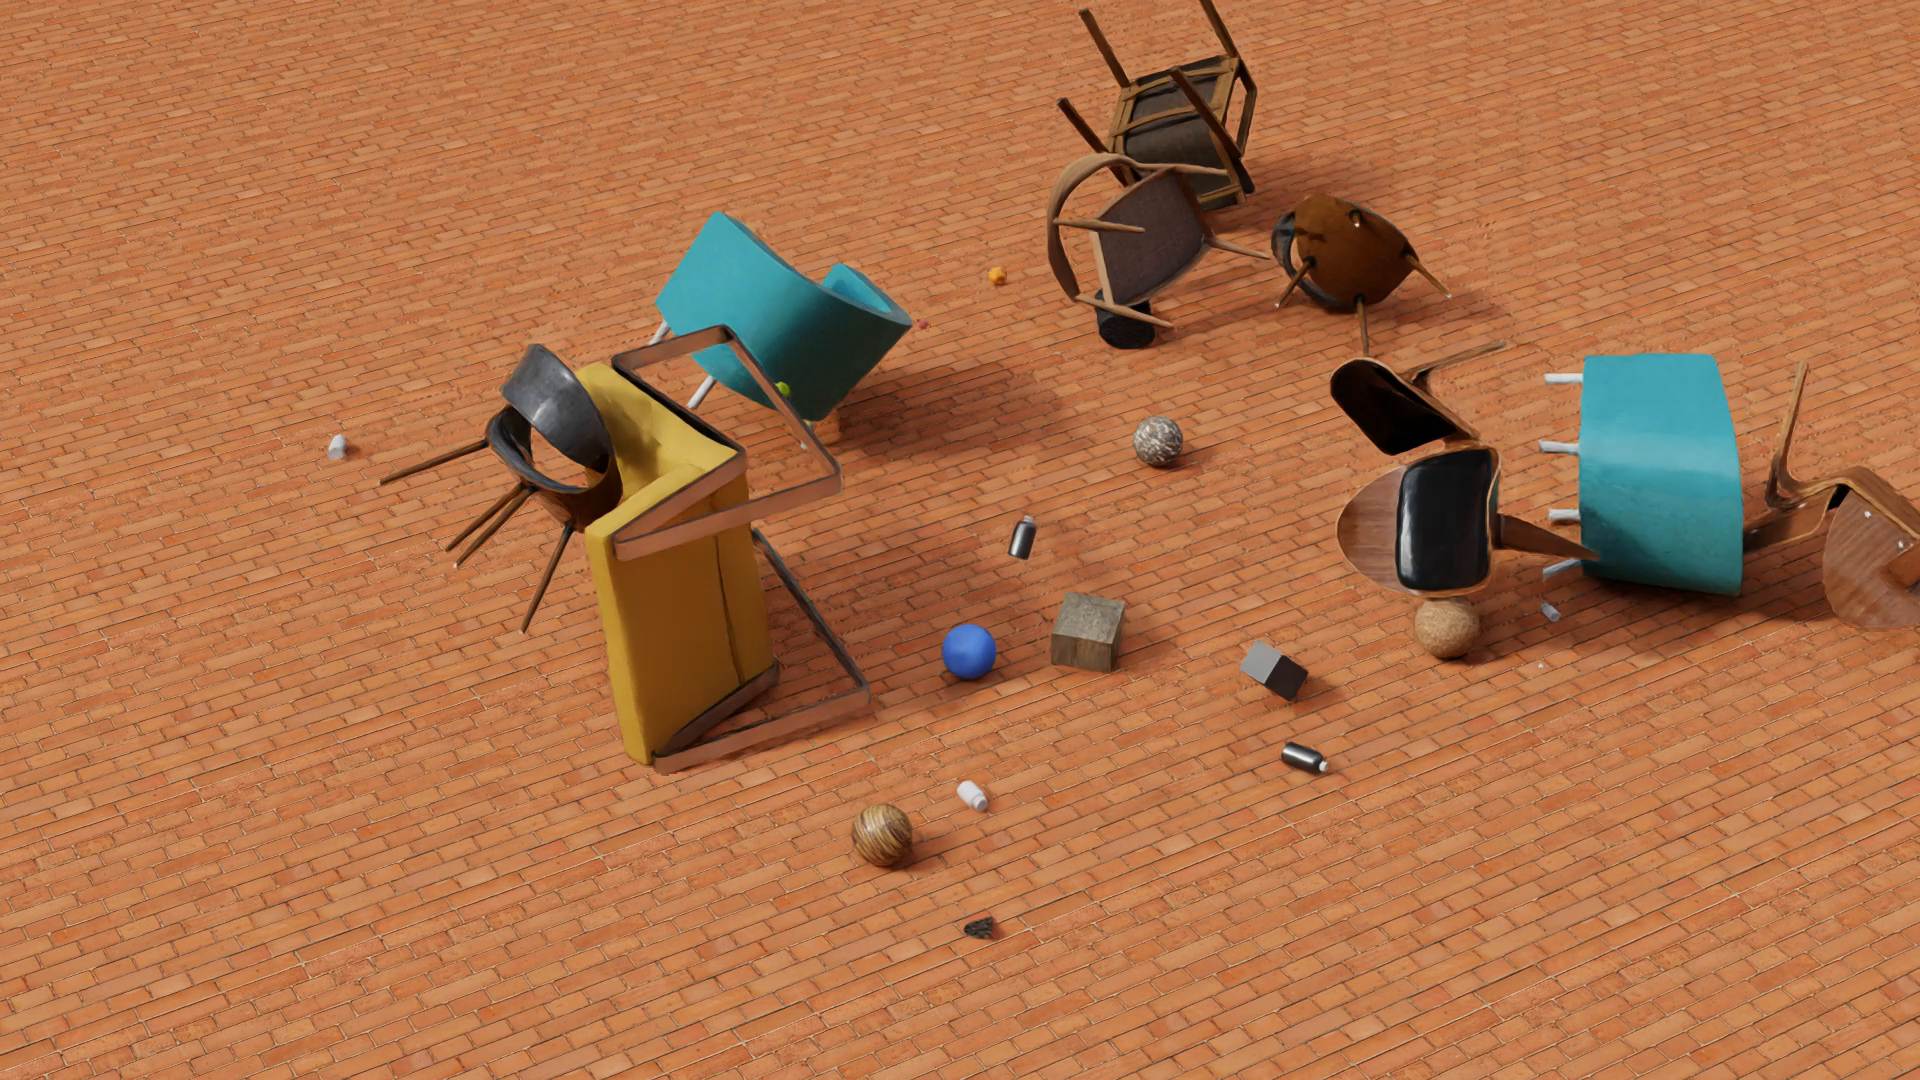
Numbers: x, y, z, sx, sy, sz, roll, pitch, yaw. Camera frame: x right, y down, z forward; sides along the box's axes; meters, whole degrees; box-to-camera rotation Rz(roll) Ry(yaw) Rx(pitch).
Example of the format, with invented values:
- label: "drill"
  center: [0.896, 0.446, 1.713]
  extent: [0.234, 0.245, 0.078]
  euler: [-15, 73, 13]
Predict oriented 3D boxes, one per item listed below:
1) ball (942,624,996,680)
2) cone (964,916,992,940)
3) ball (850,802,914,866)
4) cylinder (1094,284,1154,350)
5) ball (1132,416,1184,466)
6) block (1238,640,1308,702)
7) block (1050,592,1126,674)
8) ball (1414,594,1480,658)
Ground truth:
- label: "ball"
  center: [0.032, 0.387, 10.182]
  extent: [0.192, 0.192, 0.192]
  euler: [0, 33, 0]
- label: "cone"
  center: [0.078, 1.191, 9.110]
  extent: [0.094, 0.057, 0.114]
  euler: [-2, 15, 25]
- label: "ball"
  center: [-0.249, 0.938, 9.340]
  extent: [0.199, 0.199, 0.199]
  euler: [0, 33, 0]
- label: "cylinder"
  center: [0.683, -0.930, 12.206]
  extent: [0.235, 0.161, 0.265]
  euler: [8, 33, -8]
- label: "ball"
  center: [0.766, -0.383, 11.348]
  extent: [0.196, 0.196, 0.196]
  euler: [0, 33, 0]
- label: "block"
  center: [1.076, 0.449, 10.050]
  extent: [0.118, 0.211, 0.121]
  euler: [31, 89, 38]
- label: "block"
  center: [0.449, 0.324, 10.283]
  extent: [0.213, 0.148, 0.219]
  euler: [10, 43, 11]
- label: "ball"
  center: [1.707, 0.302, 10.279]
  extent: [0.228, 0.228, 0.228]
  euler: [0, 33, 0]
